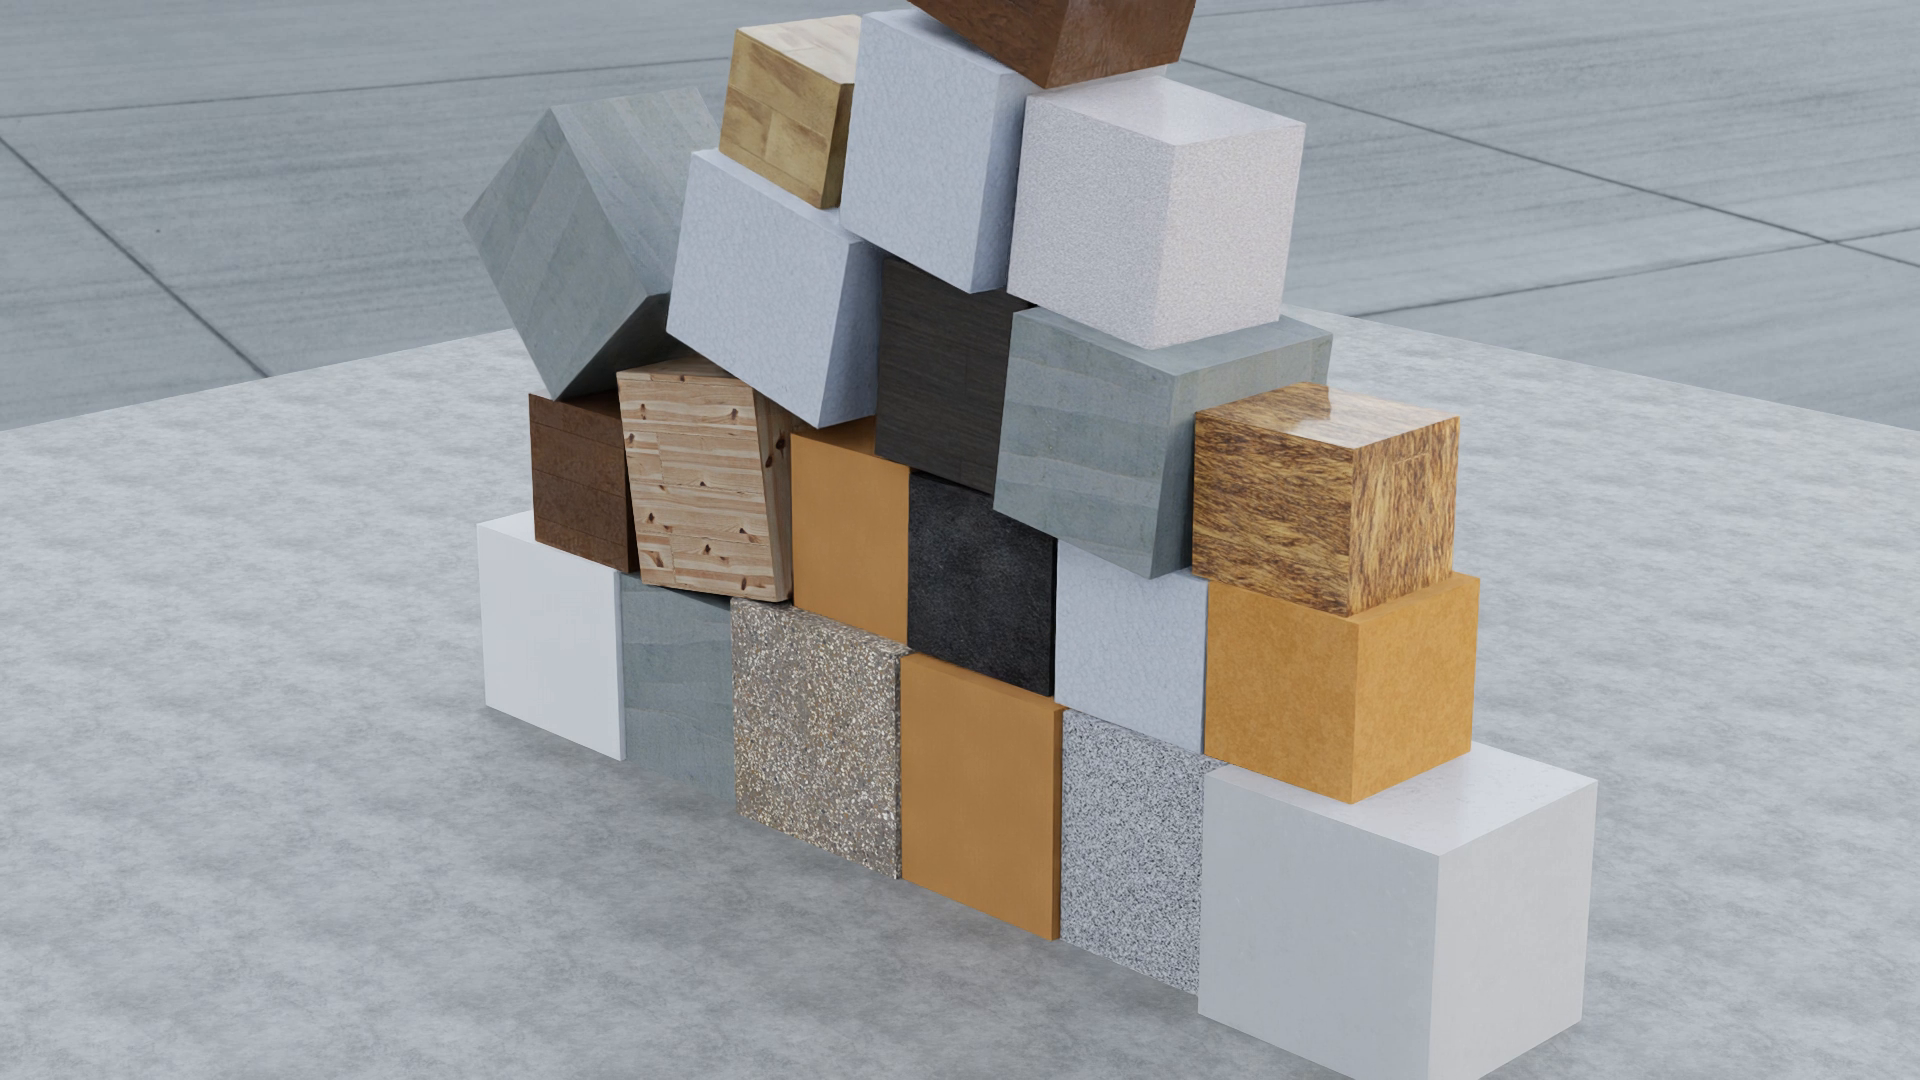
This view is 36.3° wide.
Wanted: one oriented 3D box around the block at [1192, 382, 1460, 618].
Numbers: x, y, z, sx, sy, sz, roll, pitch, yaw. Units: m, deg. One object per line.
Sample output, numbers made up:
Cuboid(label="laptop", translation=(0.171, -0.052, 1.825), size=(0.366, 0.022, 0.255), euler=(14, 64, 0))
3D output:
Cuboid(label="block", translation=(1.460, -0.178, 11.740), size=(0.779, 0.678, 0.697), euler=(16, 24, 42))

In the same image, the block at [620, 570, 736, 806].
Cuboid(label="block", translation=(-1.058, 0.641, 14.653), size=(0.872, 0.992, 0.900), euler=(-17, 24, -42))

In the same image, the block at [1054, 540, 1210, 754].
Cuboid(label="block", translation=(0.974, 0.354, 12.431), size=(0.818, 0.735, 0.783), euler=(18, 25, 42))

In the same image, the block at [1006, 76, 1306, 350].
Cuboid(label="block", translation=(0.803, -1.367, 12.113), size=(0.789, 0.847, 0.829), euler=(-16, 31, -41))

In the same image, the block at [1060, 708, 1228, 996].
Cuboid(label="block", translation=(1.061, 1.237, 12.638), size=(0.885, 1.063, 0.880), euler=(-17, 24, -42))

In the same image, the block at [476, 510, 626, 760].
Cuboid(label="block", translation=(-1.784, 0.416, 15.344), size=(0.937, 1.005, 1.134), euler=(-17, 24, -42))

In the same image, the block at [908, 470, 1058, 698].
Cuboid(label="block", translation=(0.336, 0.113, 13.022), size=(0.861, 0.815, 0.742), euler=(18, 25, 41))

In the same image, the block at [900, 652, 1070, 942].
Cuboid(label="block", translation=(0.402, 1.038, 13.255), size=(0.948, 1.072, 0.943), euler=(-17, 24, -42))

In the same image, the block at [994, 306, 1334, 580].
Cuboid(label="block", translation=(0.846, -0.494, 12.277), size=(0.883, 0.875, 1.011), euler=(25, 29, 39))

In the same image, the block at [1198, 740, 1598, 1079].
Cuboid(label="block", translation=(1.770, 1.459, 11.931), size=(1.067, 1.062, 1.156), euler=(-17, 24, -42))

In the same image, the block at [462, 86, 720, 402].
Cuboid(label="block", translation=(-1.673, -1.481, 14.638), size=(0.913, 1.078, 1.015), euler=(-17, -17, -42))

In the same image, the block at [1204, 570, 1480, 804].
Cuboid(label="block", translation=(1.549, 0.517, 11.908), size=(0.751, 0.749, 0.801), euler=(17, 24, 42))

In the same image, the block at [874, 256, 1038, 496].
Cuboid(label="block", translation=(0.224, -0.788, 12.928), size=(0.814, 0.901, 0.829), euler=(20, 26, 37))

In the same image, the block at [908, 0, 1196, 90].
Cuboid(label="block", translation=(0.423, -2.535, 12.111), size=(0.832, 0.911, 0.926), euler=(-19, 46, -42))

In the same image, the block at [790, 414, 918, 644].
Cuboid(label="block", translation=(-0.234, -0.088, 13.593), size=(0.775, 0.839, 0.761), euler=(16, 24, 42))

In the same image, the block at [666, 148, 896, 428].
Cuboid(label="block", translation=(-0.571, -1.236, 13.553), size=(1.008, 0.902, 1.084), euler=(-17, 38, -42))

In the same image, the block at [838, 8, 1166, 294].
Cuboid(label="block", translation=(0.177, -1.724, 12.650), size=(0.970, 0.951, 0.884), euler=(-14, 33, -39))

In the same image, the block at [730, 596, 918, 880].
Cuboid(label="block", translation=(-0.346, 0.813, 13.942), size=(1.118, 1.090, 0.966), euler=(17, 24, 42))

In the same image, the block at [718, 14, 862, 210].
Cuboid(label="block", translation=(-0.556, -1.950, 13.288), size=(0.718, 0.590, 0.711), euler=(-16, 38, -42))

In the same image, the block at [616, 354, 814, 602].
Cuboid(label="block", translation=(-0.926, -0.360, 14.214), size=(0.937, 1.051, 1.004), euler=(-17, 16, -42))

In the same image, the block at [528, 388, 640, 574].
Cuboid(label="block", translation=(-1.606, -0.375, 14.887), size=(0.837, 0.781, 0.763), euler=(-17, 24, -42))
